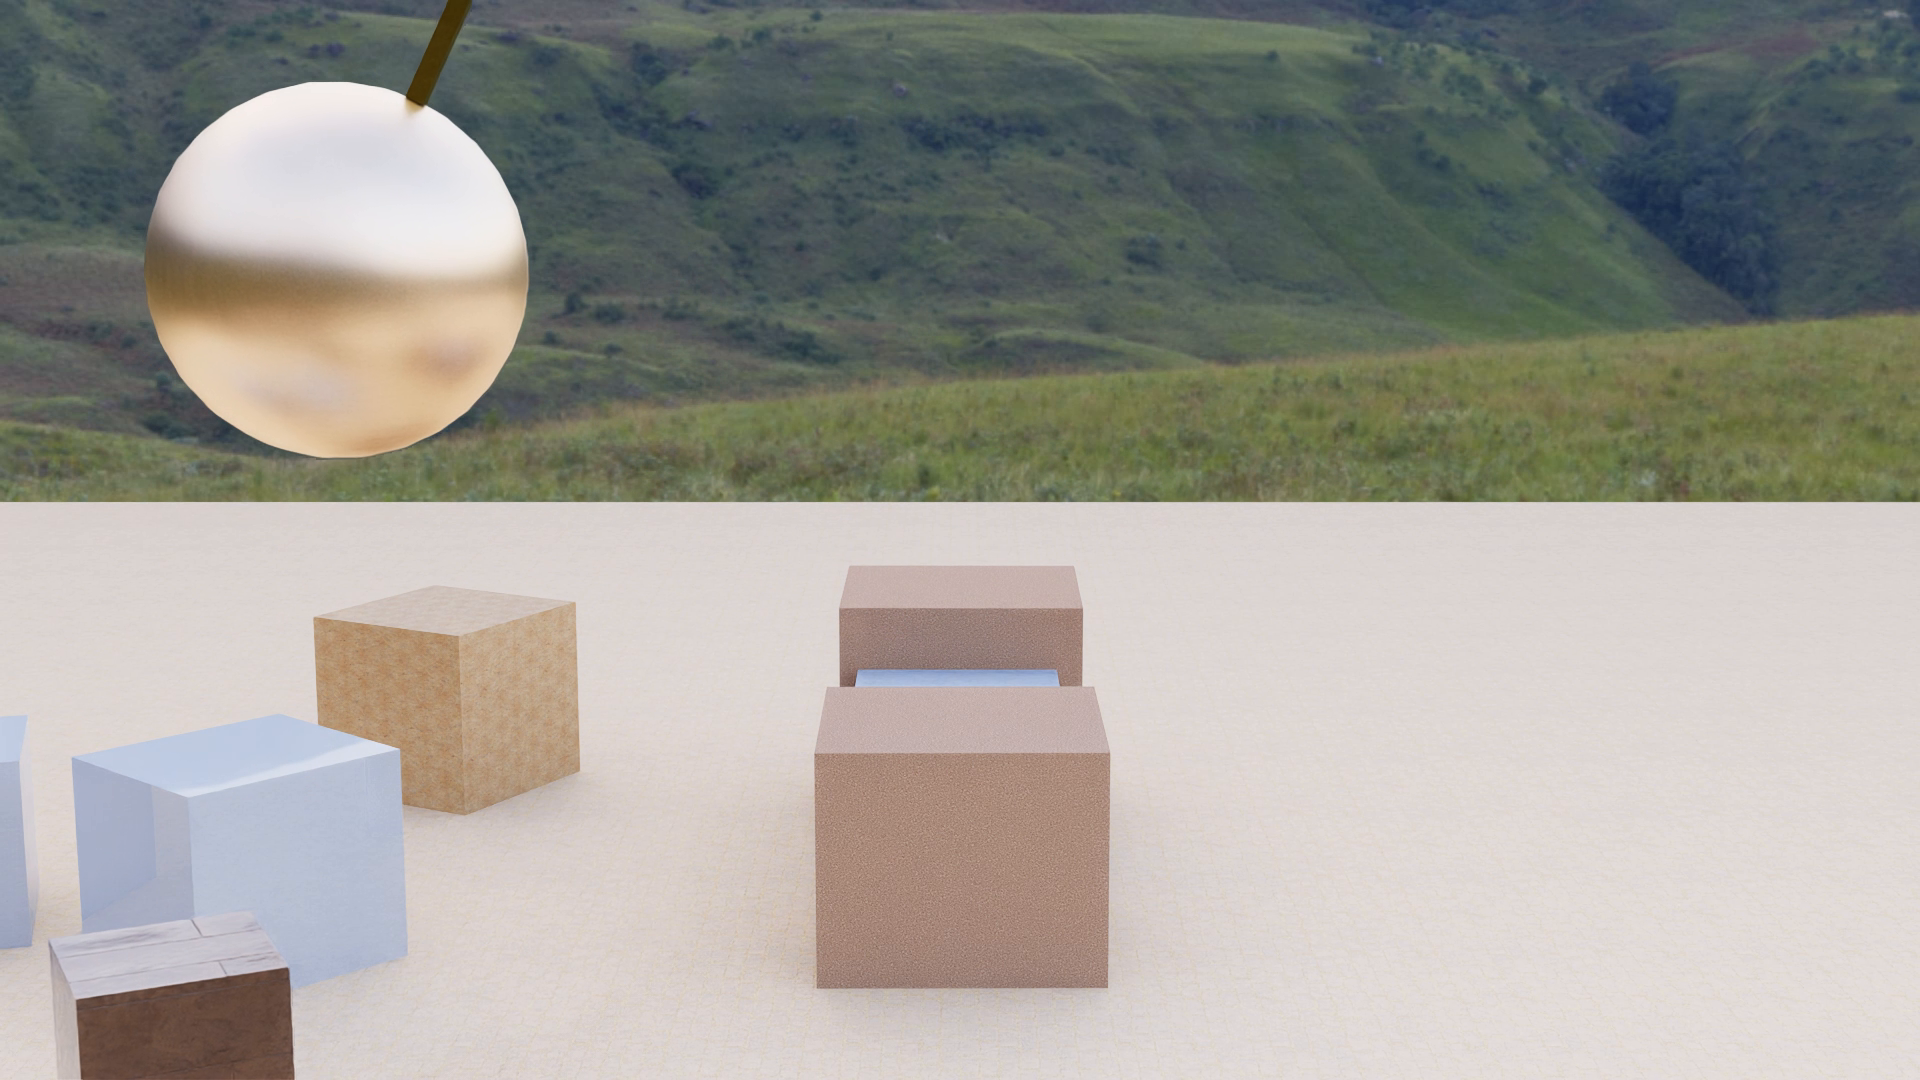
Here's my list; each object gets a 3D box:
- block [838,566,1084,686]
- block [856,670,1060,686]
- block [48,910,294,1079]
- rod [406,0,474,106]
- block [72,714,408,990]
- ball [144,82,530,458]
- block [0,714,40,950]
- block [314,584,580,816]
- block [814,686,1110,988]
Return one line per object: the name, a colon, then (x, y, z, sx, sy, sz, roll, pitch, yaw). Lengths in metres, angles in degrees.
block: (0.007, 0.760, 12.313, 1.114, 1.099, 1.032, 0, 10, 0)
block: (-0.012, 1.070, 11.400, 0.911, 0.815, 0.852, 0, 10, 0)
block: (-2.577, 1.680, 8.401, 0.653, 0.688, 0.628, -5, 11, -26)
rod: (-1.150, -4.150, 10.426, 0.080, 5.200, 0.080, 26, 9, -5)
block: (-2.859, 1.264, 10.215, 0.852, 0.859, 0.943, 9, 14, 42)
ball: (-2.653, -1.150, 10.971, 1.600, 1.600, 1.600, 0, 10, 0)
block: (-4.329, 1.229, 10.630, 0.896, 0.780, 0.794, -3, 11, -17)
block: (-2.553, 0.777, 12.828, 0.909, 0.881, 0.908, 6, 12, 28)
block: (0.006, 1.182, 10.424, 1.133, 0.944, 1.082, 0, 10, 0)
